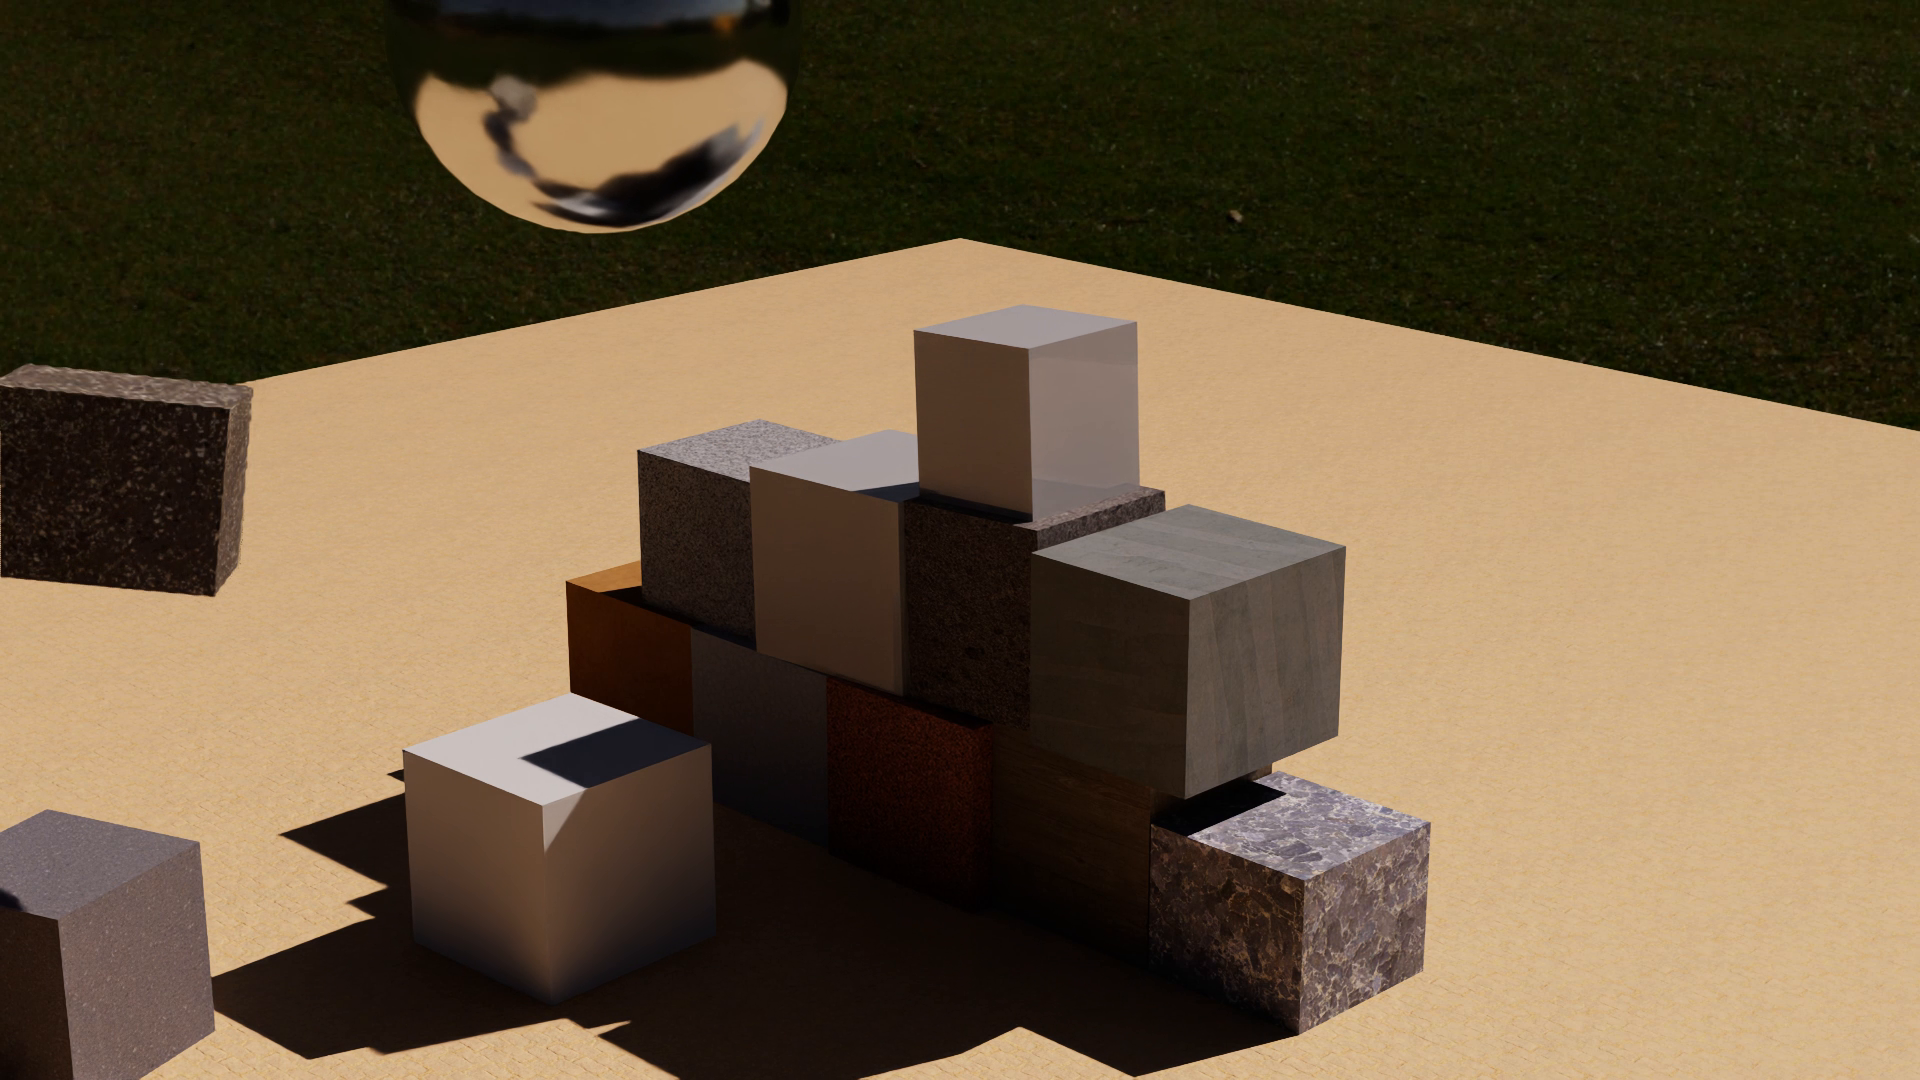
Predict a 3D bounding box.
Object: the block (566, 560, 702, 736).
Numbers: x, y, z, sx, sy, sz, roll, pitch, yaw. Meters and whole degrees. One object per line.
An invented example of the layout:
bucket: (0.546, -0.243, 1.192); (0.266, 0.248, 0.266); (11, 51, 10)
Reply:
block: (-1.320, 0.626, 14.911); (0.913, 0.864, 0.989); (-17, 24, -42)

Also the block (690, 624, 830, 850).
block: (-0.608, 0.839, 14.237); (0.953, 0.863, 0.997); (-17, 24, -42)

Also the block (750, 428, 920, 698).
block: (-0.298, 0.084, 13.643); (0.978, 0.905, 0.905); (14, 22, 42)

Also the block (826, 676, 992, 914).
block: (0.079, 1.040, 13.571); (0.943, 0.878, 1.011); (17, 24, 42)

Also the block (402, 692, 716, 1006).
block: (-1.723, 1.311, 12.672); (0.924, 0.900, 0.935); (15, 23, 40)

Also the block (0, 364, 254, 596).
block: (-2.801, -0.208, 9.758); (0.757, 0.618, 0.652); (6, 8, -8)

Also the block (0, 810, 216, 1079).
block: (-3.570, 1.665, 11.654); (0.788, 0.836, 0.817); (8, 19, 24)

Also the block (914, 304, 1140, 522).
block: (0.297, -0.571, 12.864); (0.680, 0.752, 0.700); (13, 21, 42)

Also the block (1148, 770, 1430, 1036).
block: (1.388, 1.513, 12.389); (0.843, 0.684, 0.818); (-17, 24, -42)

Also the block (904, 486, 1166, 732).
block: (0.343, 0.246, 13.035); (0.802, 0.915, 0.831); (13, 22, 43)

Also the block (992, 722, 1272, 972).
block: (0.755, 1.225, 12.939); (0.807, 0.904, 0.920); (-17, 24, -42)

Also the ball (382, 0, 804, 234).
ball: (-1.400, -1.980, 11.252); (1.600, 1.600, 1.600); (0, 17, 0)

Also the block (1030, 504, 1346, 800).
block: (0.964, 0.449, 12.467); (1.010, 0.859, 0.875); (-17, 24, -42)

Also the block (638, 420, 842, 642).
block: (-0.958, -0.055, 14.332); (0.924, 0.783, 0.804); (16, 24, 42)
